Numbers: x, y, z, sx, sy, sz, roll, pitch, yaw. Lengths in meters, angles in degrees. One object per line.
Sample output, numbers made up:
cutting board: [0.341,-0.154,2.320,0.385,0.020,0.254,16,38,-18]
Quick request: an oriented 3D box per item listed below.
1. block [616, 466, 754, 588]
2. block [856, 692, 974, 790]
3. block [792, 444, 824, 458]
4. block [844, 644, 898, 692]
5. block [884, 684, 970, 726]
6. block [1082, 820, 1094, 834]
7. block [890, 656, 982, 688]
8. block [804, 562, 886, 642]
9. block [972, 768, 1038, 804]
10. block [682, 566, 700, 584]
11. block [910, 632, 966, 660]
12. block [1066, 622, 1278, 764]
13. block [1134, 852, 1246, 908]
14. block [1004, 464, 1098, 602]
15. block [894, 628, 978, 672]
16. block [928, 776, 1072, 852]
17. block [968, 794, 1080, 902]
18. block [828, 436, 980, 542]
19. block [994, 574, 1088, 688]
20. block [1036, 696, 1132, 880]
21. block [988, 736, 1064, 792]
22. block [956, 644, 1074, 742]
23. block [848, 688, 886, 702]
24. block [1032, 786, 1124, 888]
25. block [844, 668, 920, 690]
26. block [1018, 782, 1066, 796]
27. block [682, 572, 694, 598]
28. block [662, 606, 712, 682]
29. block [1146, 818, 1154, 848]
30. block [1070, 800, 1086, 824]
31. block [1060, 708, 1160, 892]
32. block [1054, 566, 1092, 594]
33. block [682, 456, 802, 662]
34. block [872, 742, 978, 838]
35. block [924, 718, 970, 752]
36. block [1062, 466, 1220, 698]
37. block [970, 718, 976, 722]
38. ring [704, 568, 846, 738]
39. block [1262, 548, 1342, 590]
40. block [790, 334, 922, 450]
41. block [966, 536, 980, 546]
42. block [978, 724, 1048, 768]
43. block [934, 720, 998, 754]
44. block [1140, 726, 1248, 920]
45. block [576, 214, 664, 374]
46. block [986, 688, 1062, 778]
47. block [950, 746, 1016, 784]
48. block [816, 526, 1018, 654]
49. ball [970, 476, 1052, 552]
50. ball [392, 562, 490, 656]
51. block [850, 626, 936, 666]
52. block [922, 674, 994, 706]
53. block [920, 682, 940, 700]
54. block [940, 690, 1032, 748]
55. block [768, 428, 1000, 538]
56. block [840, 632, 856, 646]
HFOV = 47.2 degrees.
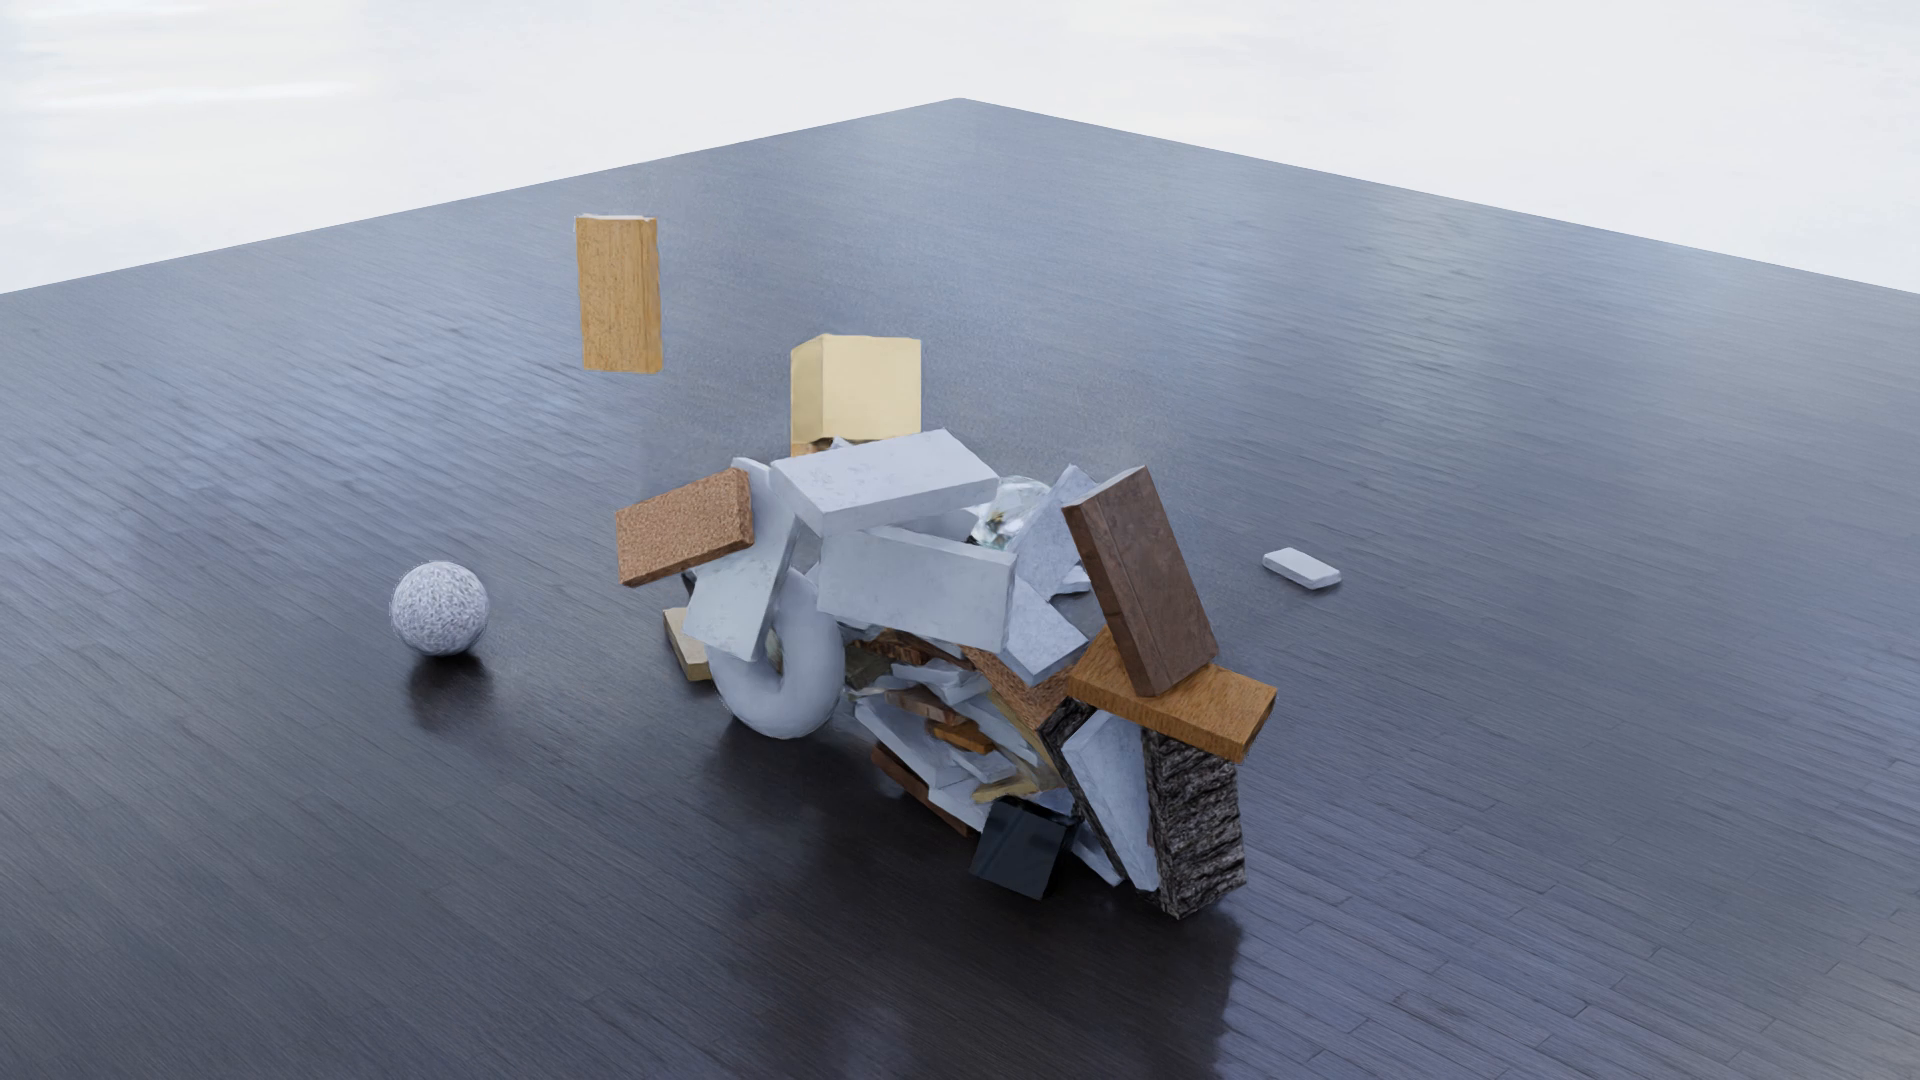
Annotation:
block: [-0.522,-0.022,4.151,0.294,0.147,0.042,-19,-24,29]
block: [-0.071,0.395,4.482,0.149,0.042,0.297,-15,34,-31]
block: [-0.328,-0.122,4.736,0.044,0.156,0.311,1,0,1]
block: [-0.229,0.204,4.512,0.145,0.041,0.290,-37,33,-16]
block: [-0.047,0.323,4.462,0.102,0.029,0.204,-22,25,-39]
block: [0.319,0.535,4.175,0.186,0.093,0.026,27,-17,-33]
block: [-0.029,0.240,4.288,0.106,0.030,0.212,-29,20,-34]
block: [-0.231,0.122,4.348,0.240,0.034,0.120,17,51,39]
block: [0.105,0.475,4.299,0.157,0.022,0.078,-18,13,38]
block: [-0.444,0.136,4.902,0.170,0.339,0.048,-40,-1,-25]
block: [-0.025,0.164,4.246,0.100,0.028,0.201,-27,34,-32]
block: [0.379,0.272,3.945,0.338,0.048,0.169,21,41,18]
block: [0.441,0.640,4.211,0.112,0.032,0.225,16,28,33]
block: [0.175,0.054,5.075,0.145,0.461,0.041,38,-4,-21]
block: [-0.015,0.188,4.262,0.106,0.030,0.212,-31,36,-35]
block: [0.098,0.535,4.349,0.297,0.042,0.148,28,36,32]
block: [0.122,0.575,4.124,0.145,0.145,0.145,20,2,13]
block: [-0.130,-0.056,4.044,0.299,0.147,0.042,27,18,-9]
block: [0.092,0.143,4.085,0.139,0.039,0.278,-30,58,-31]
block: [0.274,0.449,4.088,0.139,0.360,0.039,-44,27,-29]
block: [0.136,0.397,4.248,0.093,0.026,0.262,-18,30,-20]
block: [0.124,0.239,4.109,0.139,0.039,0.278,-35,77,-33]
block: [-0.184,0.345,4.889,0.118,0.017,0.059,6,20,17]
block: [0.250,0.565,4.262,0.225,0.032,0.113,40,39,17]
block: [-0.188,0.279,4.634,0.102,0.029,0.395,-21,10,-34]
block: [0.191,0.458,4.296,0.239,0.022,0.078,-18,14,39]
block: [-0.480,0.201,4.931,0.170,0.339,0.048,-16,-16,-33]
block: [-0.590,0.235,5.150,0.156,0.044,0.311,-7,24,-16]
block: [0.433,0.528,4.108,0.191,0.095,0.027,9,-2,-37]
block: [0.299,0.519,4.196,0.191,0.095,0.027,32,-24,-32]
block: [0.324,0.466,4.072,0.048,0.338,0.169,2,37,50]
block: [0.223,0.105,5.479,0.189,0.027,0.095,-6,24,-14]
block: [-0.405,0.036,4.175,0.156,0.357,0.044,22,12,19]
block: [-0.029,0.487,4.491,0.148,0.042,0.297,-19,40,-38]
block: [-0.004,0.385,4.412,0.069,0.020,0.138,-17,25,-32]
block: [0.322,0.074,3.892,0.177,0.368,0.050,-29,12,-36]
block: [0.033,0.376,4.553,0.065,0.130,0.018,-30,63,-15]
ring: [-0.365,0.215,4.306,0.357,0.357,0.119,21,26,40]
block: [0.862,0.071,5.558,0.095,0.027,0.189,-14,27,-30]
block: [-0.234,-0.324,4.913,0.227,0.227,0.227,1,-4,-22]
block: [-0.046,0.066,4.213,0.100,0.201,0.028,-23,73,-35]
block: [0.127,0.373,4.234,0.093,0.026,0.186,-22,31,-30]
block: [0.021,0.385,4.353,0.138,0.020,0.069,17,28,40]
block: [0.430,0.486,4.026,0.169,0.387,0.048,-21,25,-30]
block: [-0.651,-0.471,4.210,0.147,0.294,0.042,4,18,14]
block: [0.185,0.346,4.153,0.129,0.037,0.258,-37,79,-33]
block: [0.044,0.436,4.338,0.069,0.020,0.138,-15,27,-28]
block: [-0.080,0.078,3.993,0.354,0.177,0.050,13,26,13]
ball: [0.135,-0.010,5.313,0.290,0.290,0.290,0,23,0]
ball: [-1.204,0.160,5.100,0.221,0.221,0.221,0,23,0]
block: [-0.117,0.191,4.366,0.212,0.030,0.106,13,34,43]
block: [-0.042,0.232,4.444,0.129,0.037,0.480,-22,17,-13]
block: [0.025,0.301,4.392,0.102,0.029,0.204,-27,33,-30]
block: [0.091,0.316,4.276,0.129,0.037,0.258,-28,33,-31]
block: [-0.129,-0.100,3.767,0.354,0.050,0.177,-13,37,-32]
block: [-0.255,0.128,4.427,0.120,0.034,0.240,-39,35,-21]
